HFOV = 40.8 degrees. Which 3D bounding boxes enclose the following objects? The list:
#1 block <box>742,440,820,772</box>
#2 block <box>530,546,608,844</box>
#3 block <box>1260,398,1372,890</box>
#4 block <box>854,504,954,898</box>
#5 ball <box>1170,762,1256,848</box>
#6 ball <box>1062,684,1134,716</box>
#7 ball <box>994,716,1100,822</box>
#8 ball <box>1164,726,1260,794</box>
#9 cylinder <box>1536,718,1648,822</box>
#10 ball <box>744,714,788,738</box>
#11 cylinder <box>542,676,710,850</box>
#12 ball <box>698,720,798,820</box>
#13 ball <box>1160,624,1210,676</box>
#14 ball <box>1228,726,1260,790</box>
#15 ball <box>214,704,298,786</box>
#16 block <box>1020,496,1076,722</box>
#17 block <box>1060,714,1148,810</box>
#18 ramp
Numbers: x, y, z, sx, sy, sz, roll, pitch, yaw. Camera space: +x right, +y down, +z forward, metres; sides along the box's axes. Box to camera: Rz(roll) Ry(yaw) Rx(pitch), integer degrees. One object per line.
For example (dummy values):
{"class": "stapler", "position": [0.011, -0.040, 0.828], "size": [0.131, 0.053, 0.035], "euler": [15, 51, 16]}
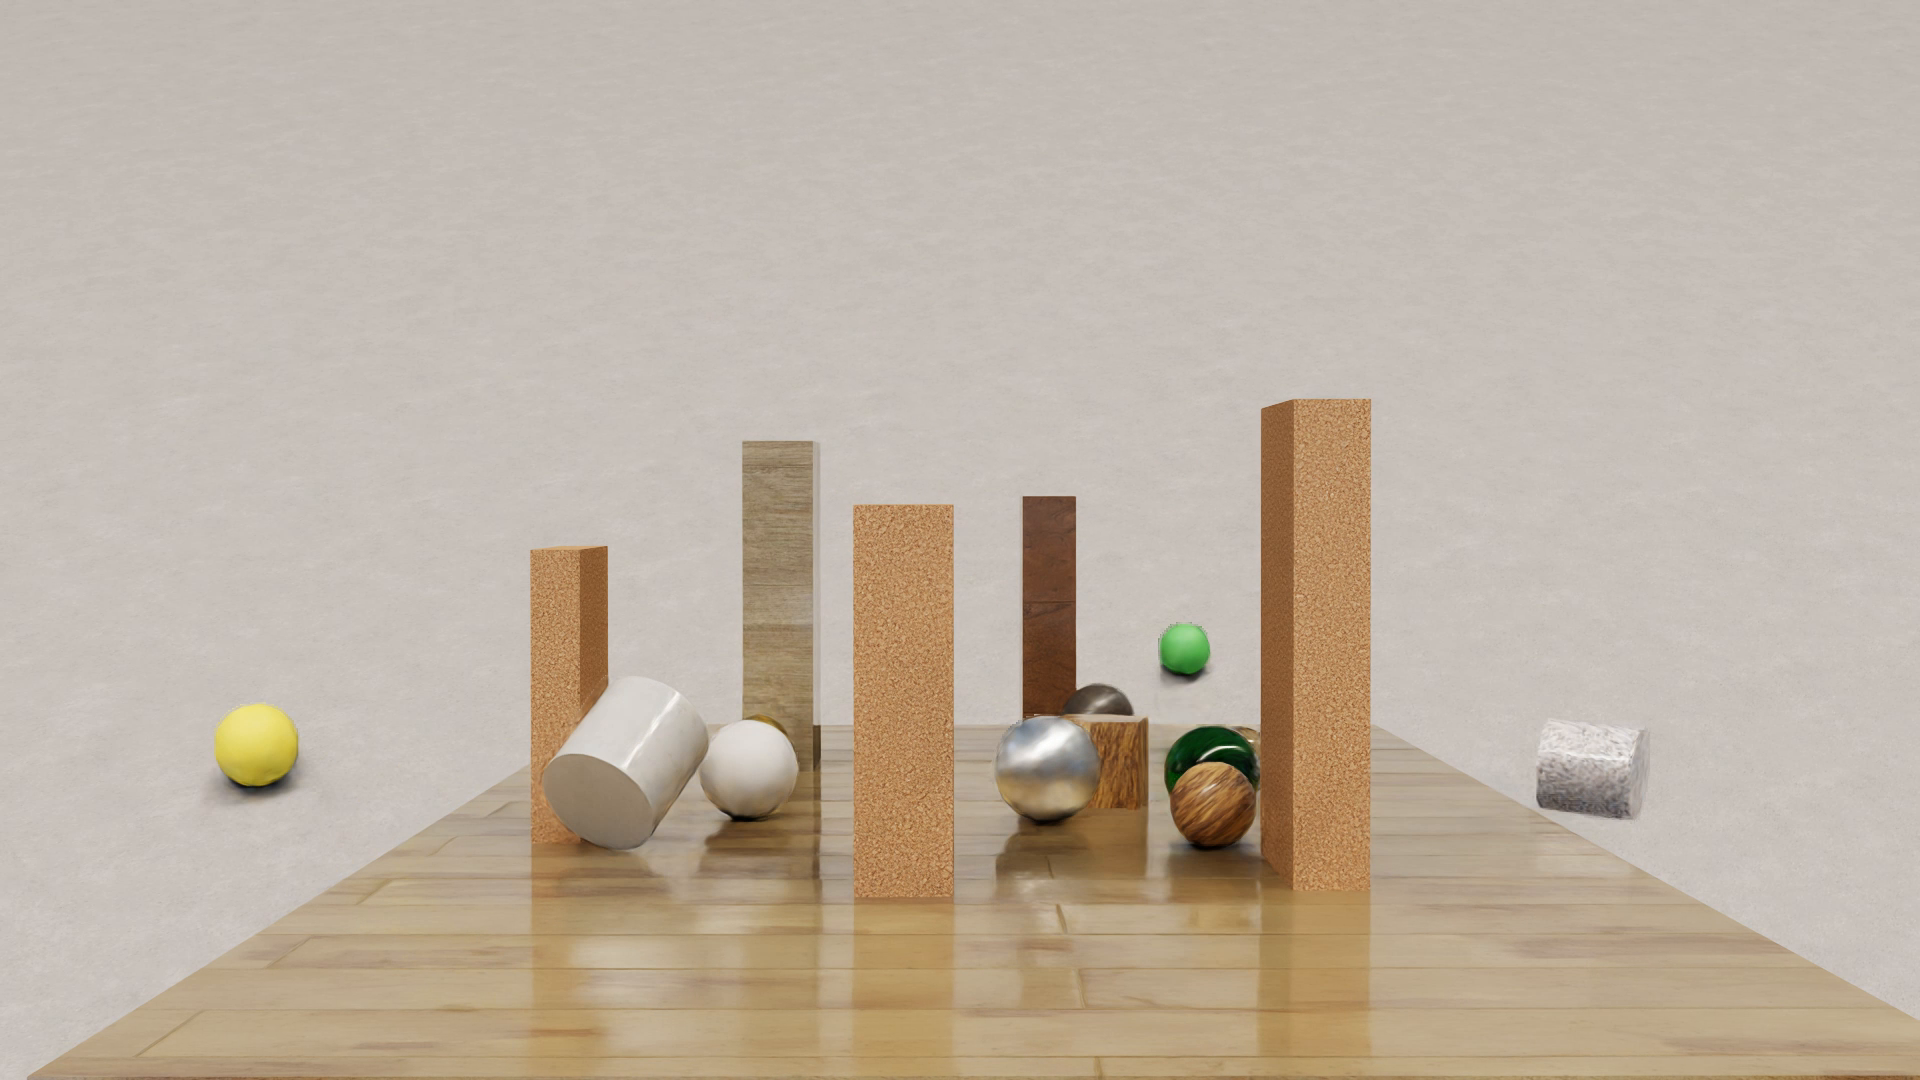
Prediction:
{"class": "block", "position": [-0.386, 0.138, 5.617], "size": [0.149, 0.700, 0.310], "euler": [0, 1, 0]}
{"class": "block", "position": [-0.679, 0.260, 4.506], "size": [0.083, 0.493, 0.350], "euler": [0, 1, 0]}
{"class": "block", "position": [0.548, 0.152, 4.007], "size": [0.114, 0.725, 0.411], "euler": [0, 1, 0]}
{"class": "block", "position": [-0.082, 0.230, 3.960], "size": [0.145, 0.570, 0.426], "euler": [0, 1, 0]}
{"class": "ball", "position": [0.419, 0.438, 4.275], "size": [0.143, 0.143, 0.143], "euler": [0, 27, 0]}
{"class": "ball", "position": [0.308, 0.403, 5.757], "size": [0.164, 0.164, 0.164], "euler": [0, 27, 0]}
{"class": "ball", "position": [0.156, 0.409, 4.610], "size": [0.190, 0.190, 0.190], "euler": [0, 27, 0]}
{"class": "ball", "position": [0.452, 0.418, 4.621], "size": [0.173, 0.173, 0.173], "euler": [0, 27, 0]}
{"class": "cylinder", "position": [1.231, 0.446, 5.024], "size": [0.179, 0.179, 0.179], "euler": [6, 27, 25]}
{"class": "ball", "position": [-0.420, 0.428, 5.395], "size": [0.127, 0.127, 0.127], "euler": [0, 27, 0]}
{"class": "cylinder", "position": [-0.552, 0.369, 4.277], "size": [0.204, 0.204, 0.204], "euler": [10, 39, 19]}
{"class": "ball", "position": [-0.382, 0.414, 4.664], "size": [0.178, 0.178, 0.178], "euler": [0, 27, 0]}
{"class": "ball", "position": [0.607, 0.296, 6.977], "size": [0.138, 0.138, 0.138], "euler": [0, 27, 0]}
{"class": "ball", "position": [0.542, 0.429, 5.015], "size": [0.137, 0.137, 0.137], "euler": [0, 27, 0]}
{"class": "ball", "position": [-1.765, 0.516, 6.475], "size": [0.206, 0.206, 0.206], "euler": [0, 27, 0]}
{"class": "block", "position": [0.201, 0.190, 5.961], "size": [0.121, 0.583, 0.275], "euler": [0, 1, 0]}
{"class": "block", "position": [0.267, 0.419, 4.896], "size": [0.161, 0.161, 0.161], "euler": [0, 1, 10]}
{"class": "ramp", "position": [0.062, 0.555, 4.592], "size": [2.000, 0.100, 4.000], "euler": [0, 1, 0]}
